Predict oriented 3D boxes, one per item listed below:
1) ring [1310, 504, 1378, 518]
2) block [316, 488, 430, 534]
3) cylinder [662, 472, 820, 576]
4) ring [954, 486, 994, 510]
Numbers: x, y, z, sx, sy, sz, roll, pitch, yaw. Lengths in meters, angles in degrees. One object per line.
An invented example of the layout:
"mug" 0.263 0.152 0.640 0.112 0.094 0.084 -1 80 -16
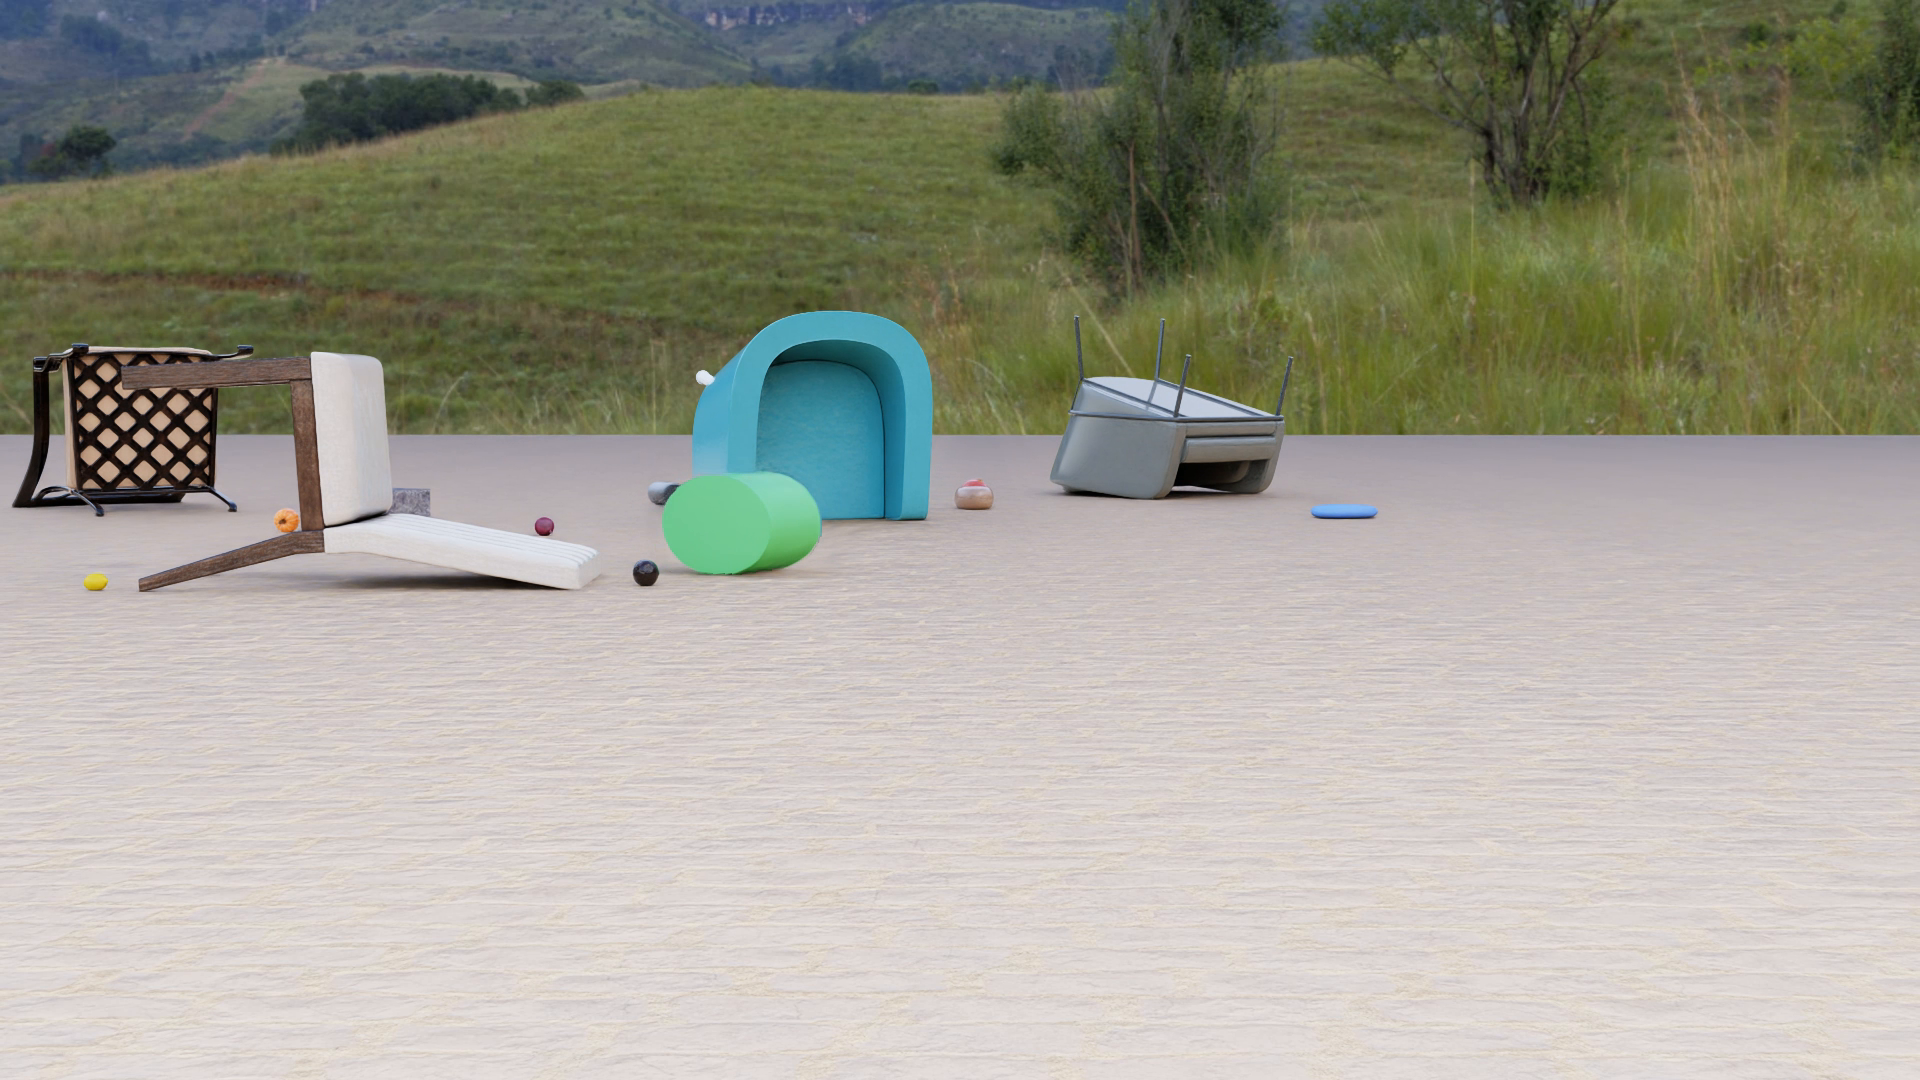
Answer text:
"ring" 1.343 -0.100 7.688 0.251 0.044 0.200 -2 4 -29
"block" -1.869 -0.095 7.017 0.169 0.125 0.340 2 4 26
"cylinder" -0.536 -0.043 5.397 0.318 0.243 0.222 4 5 28
"ring" 0.053 -0.157 8.252 0.140 0.082 0.199 -3 4 -19
